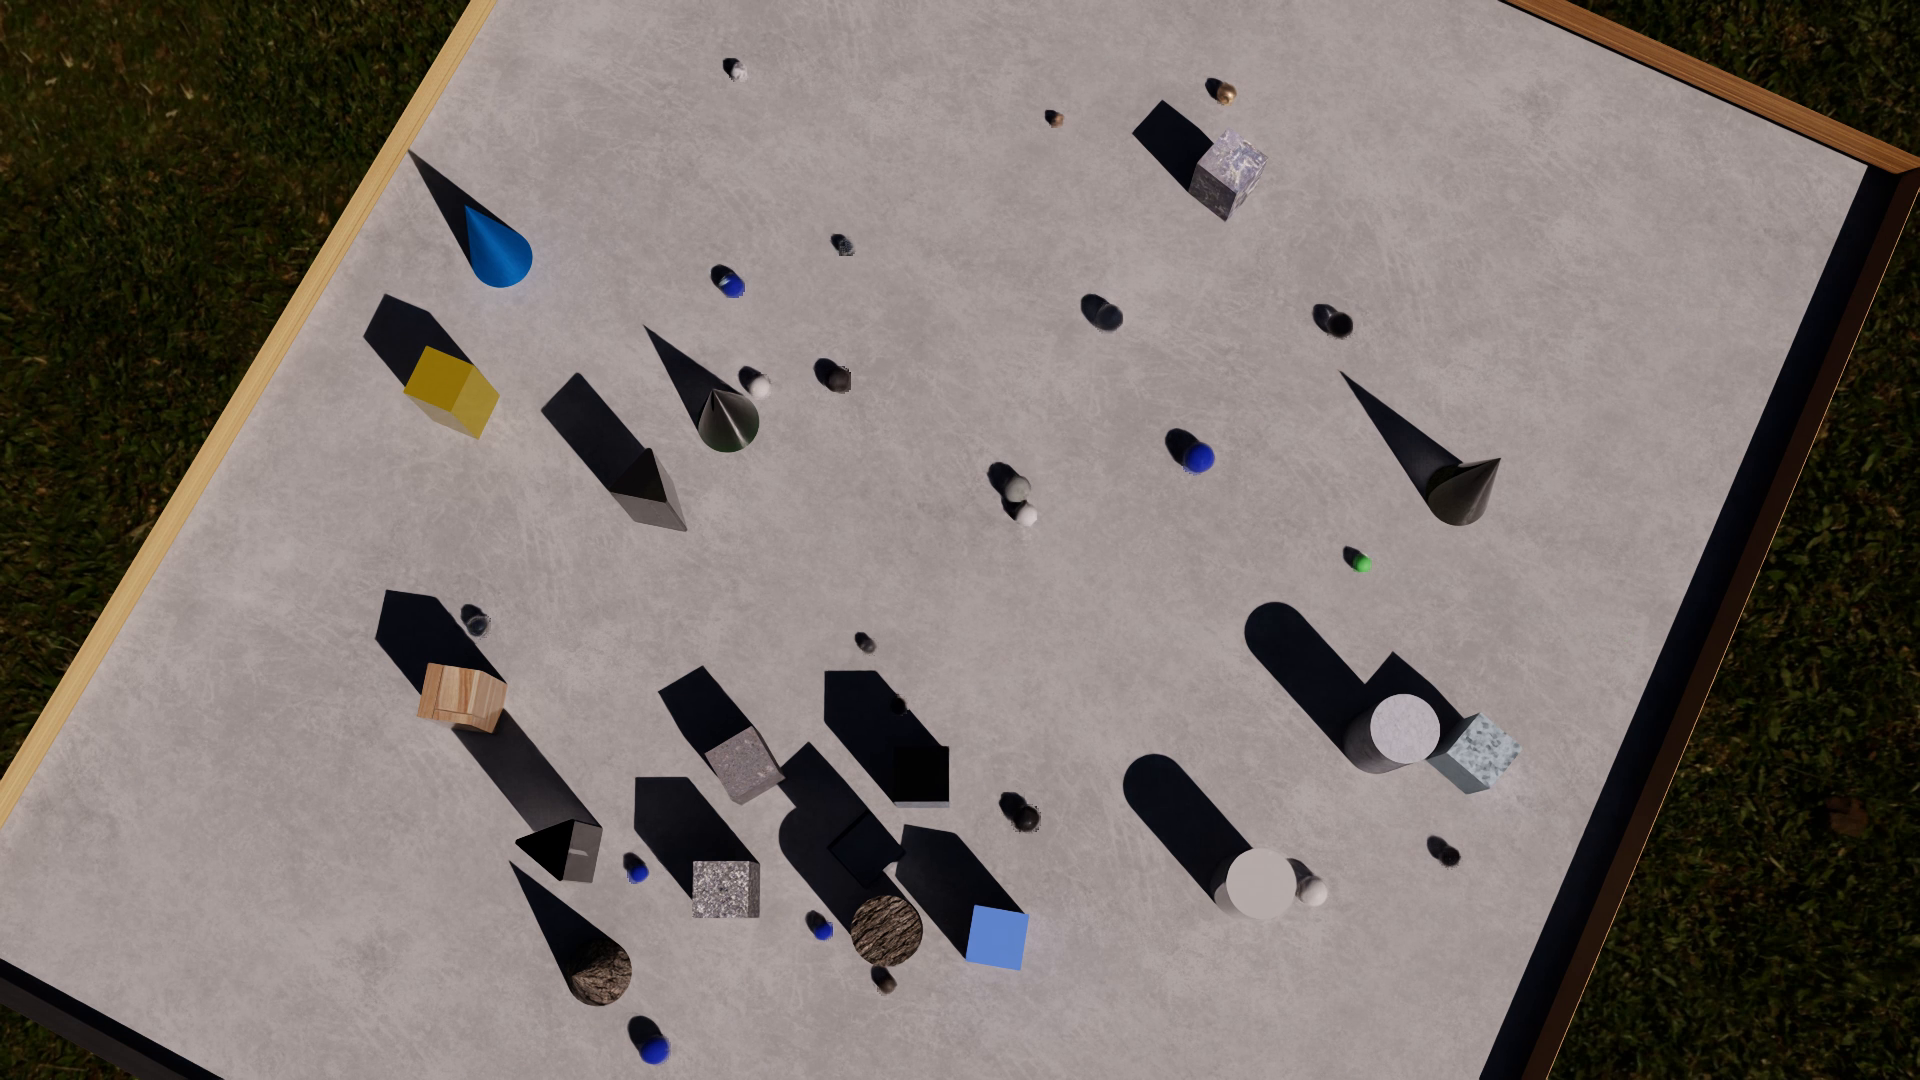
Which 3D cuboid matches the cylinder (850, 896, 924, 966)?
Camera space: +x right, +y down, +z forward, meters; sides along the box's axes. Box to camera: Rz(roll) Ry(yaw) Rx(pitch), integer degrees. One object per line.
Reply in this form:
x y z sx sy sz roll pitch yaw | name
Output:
-0.205 1.113 5.225 0.194 0.316 0.194 0 78 0 | cylinder

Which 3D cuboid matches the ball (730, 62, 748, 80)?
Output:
-0.712 -1.510 5.899 0.058 0.058 0.058 0 78 0 | ball

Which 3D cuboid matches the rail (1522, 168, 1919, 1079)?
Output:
1.928 0.951 5.354 0.045 0.126 4.862 26 80 5 | rail

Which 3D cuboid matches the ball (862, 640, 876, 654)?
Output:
-0.274 0.322 5.528 0.044 0.044 0.044 0 78 0 | ball

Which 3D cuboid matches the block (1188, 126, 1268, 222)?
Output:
0.836 -1.140 5.732 0.156 0.235 0.156 40 81 8 | block

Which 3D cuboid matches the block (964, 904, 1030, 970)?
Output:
0.104 1.136 5.240 0.156 0.277 0.156 9 78 2 | block

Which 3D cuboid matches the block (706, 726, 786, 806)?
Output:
-0.624 0.662 5.356 0.156 0.242 0.156 -30 80 -6 | block

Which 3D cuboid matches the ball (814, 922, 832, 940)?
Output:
-0.401 1.142 5.352 0.054 0.054 0.054 0 78 0 | ball

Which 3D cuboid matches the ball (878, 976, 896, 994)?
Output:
-0.212 1.292 5.322 0.053 0.053 0.053 0 78 0 | ball

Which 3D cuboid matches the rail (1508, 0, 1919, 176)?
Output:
1.076 -2.102 5.986 4.359 0.126 0.045 26 80 5 | rail

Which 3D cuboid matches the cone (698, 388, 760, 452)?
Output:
-0.720 -0.403 5.511 0.194 0.369 0.194 0 78 0 | cone

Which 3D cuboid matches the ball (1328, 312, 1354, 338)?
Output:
1.187 -0.669 5.714 0.080 0.080 0.080 0 78 0 | ball

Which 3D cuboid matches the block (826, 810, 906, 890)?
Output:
-0.267 0.898 5.301 0.156 0.253 0.156 -43 81 -8 | block

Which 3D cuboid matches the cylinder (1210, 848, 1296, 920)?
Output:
0.835 0.986 5.240 0.194 0.339 0.194 0 78 0 | cylinder

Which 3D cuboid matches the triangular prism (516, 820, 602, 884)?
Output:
-1.108 0.866 5.227 0.168 0.412 0.146 39 81 7 | triangular prism

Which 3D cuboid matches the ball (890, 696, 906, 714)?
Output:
-0.185 0.495 5.489 0.050 0.050 0.050 0 78 0 | ball

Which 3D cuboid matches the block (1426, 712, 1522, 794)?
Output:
1.502 0.627 5.361 0.156 0.247 0.156 41 81 8 | block

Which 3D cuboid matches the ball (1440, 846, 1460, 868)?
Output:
1.441 0.933 5.393 0.060 0.060 0.060 0 78 0 | ball

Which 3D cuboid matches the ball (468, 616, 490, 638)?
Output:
-1.452 0.260 5.529 0.067 0.067 0.067 0 78 0 | ball

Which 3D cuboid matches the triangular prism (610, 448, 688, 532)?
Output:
-0.905 -0.154 5.442 0.168 0.404 0.146 11 79 2 | triangular prism

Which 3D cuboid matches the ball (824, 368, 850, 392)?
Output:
-0.380 -0.495 5.679 0.078 0.078 0.078 0 78 0 | ball

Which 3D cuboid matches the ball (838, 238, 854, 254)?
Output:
-0.358 -0.925 5.782 0.051 0.051 0.051 0 78 0 | ball

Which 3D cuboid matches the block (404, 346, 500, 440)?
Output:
-1.534 -0.442 5.546 0.156 0.318 0.156 22 79 5 | block

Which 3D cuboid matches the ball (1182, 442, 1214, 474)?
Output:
0.732 -0.253 5.619 0.097 0.097 0.097 0 78 0 | ball

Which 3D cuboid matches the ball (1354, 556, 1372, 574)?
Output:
1.225 0.073 5.573 0.055 0.055 0.055 0 78 0 | ball

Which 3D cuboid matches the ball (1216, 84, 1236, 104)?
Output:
0.855 -1.433 5.881 0.064 0.064 0.064 0 78 0 | ball

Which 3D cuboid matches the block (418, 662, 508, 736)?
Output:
-1.451 0.468 5.360 0.156 0.313 0.156 8 78 2 | block

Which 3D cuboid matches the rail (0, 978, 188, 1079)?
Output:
-1.076 2.115 5.113 4.359 0.126 0.045 26 80 5 | rail

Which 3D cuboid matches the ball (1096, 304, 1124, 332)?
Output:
0.467 -0.692 5.714 0.088 0.088 0.088 0 78 0 | ball

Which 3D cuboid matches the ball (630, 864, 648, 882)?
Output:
-0.943 0.978 5.385 0.056 0.056 0.056 0 78 0 | ball

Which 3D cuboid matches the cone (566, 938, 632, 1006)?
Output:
-1.056 1.224 5.170 0.194 0.378 0.194 0 78 0 | cone

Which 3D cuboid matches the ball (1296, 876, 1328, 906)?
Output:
1.029 1.027 5.358 0.090 0.090 0.090 0 78 0 | ball

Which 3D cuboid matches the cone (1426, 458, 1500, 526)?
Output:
1.532 -0.186 5.415 0.194 0.469 0.194 0 78 0 | cone

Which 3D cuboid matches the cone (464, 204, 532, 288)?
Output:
-1.450 -0.936 5.582 0.194 0.447 0.194 0 78 0 | cone

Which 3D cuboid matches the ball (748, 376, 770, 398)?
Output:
-0.623 -0.476 5.679 0.071 0.071 0.071 0 78 0 | ball

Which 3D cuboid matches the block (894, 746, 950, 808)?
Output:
-0.109 0.691 5.321 0.156 0.298 0.156 0 78 0 | block

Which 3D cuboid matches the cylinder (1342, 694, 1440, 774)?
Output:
1.243 0.565 5.305 0.194 0.381 0.194 0 78 0 | cylinder

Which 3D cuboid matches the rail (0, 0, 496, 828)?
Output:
-1.928 -0.937 5.745 0.045 0.126 4.862 26 80 5 | rail

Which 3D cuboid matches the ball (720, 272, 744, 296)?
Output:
-0.716 -0.800 5.744 0.074 0.074 0.074 0 78 0 | ball

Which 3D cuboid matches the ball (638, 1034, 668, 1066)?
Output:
-0.881 1.465 5.269 0.086 0.086 0.086 0 78 0 | ball

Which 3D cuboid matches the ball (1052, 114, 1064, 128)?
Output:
0.314 -1.346 5.872 0.044 0.044 0.044 0 78 0 | ball

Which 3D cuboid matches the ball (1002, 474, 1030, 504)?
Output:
0.172 -0.156 5.604 0.088 0.088 0.088 0 78 0 | ball

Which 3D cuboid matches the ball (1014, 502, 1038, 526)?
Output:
0.201 -0.078 5.594 0.073 0.073 0.073 0 78 0 | ball

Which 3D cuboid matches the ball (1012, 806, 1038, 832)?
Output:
0.194 0.824 5.407 0.077 0.077 0.077 0 78 0 | ball

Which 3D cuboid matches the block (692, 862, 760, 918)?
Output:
-0.668 1.005 5.256 0.156 0.299 0.156 0 78 0 | block
